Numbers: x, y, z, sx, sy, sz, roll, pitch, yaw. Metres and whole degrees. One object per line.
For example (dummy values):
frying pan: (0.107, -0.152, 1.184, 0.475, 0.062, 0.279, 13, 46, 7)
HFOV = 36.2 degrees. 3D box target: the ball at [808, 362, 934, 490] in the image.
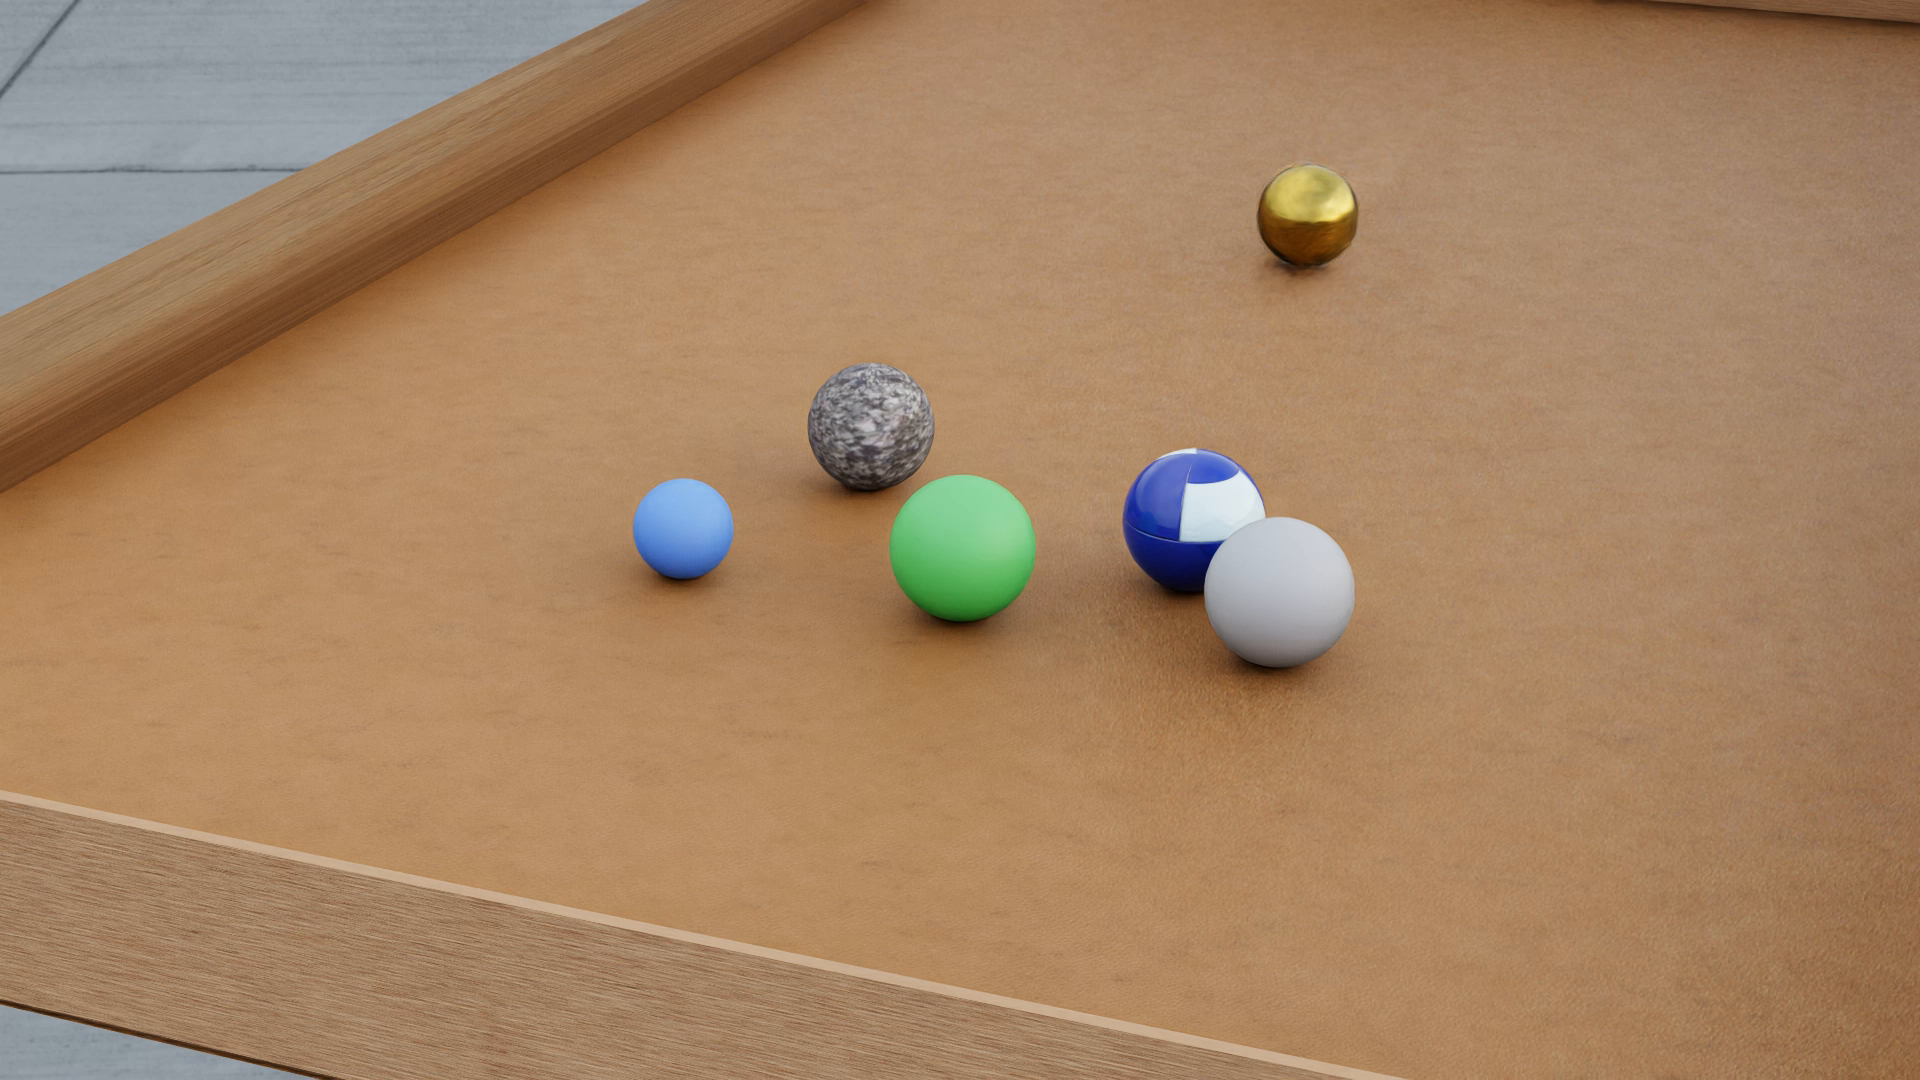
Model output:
ball: (-0.065, -0.083, 2.140, 0.093, 0.093, 0.093, 0, 24, 0)

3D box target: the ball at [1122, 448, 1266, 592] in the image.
ball: (0.157, -0.013, 1.976, 0.097, 0.097, 0.097, 0, 24, 0)

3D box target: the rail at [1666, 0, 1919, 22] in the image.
rail: (0.674, -0.726, 3.568, 1.445, 0.126, 0.045, 9, 25, 19)

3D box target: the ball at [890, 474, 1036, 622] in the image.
ball: (0.002, 0.005, 1.933, 0.097, 0.097, 0.097, 0, 24, 0)

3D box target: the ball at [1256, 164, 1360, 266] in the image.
ball: (0.309, -0.288, 2.612, 0.091, 0.091, 0.091, 0, 24, 0)

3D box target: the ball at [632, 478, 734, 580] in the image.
ball: (-0.188, -0.008, 1.998, 0.068, 0.068, 0.068, 0, 24, 0)

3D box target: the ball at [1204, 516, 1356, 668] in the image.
ball: (0.203, 0.033, 1.870, 0.096, 0.096, 0.096, 0, 24, 0)

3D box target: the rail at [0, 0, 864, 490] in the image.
rail: (-0.426, -0.356, 2.721, 0.045, 0.126, 2.557, 9, 25, 19)

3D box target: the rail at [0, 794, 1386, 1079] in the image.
rail: (-0.219, 0.213, 1.419, 1.445, 0.126, 0.045, 9, 25, 19)
